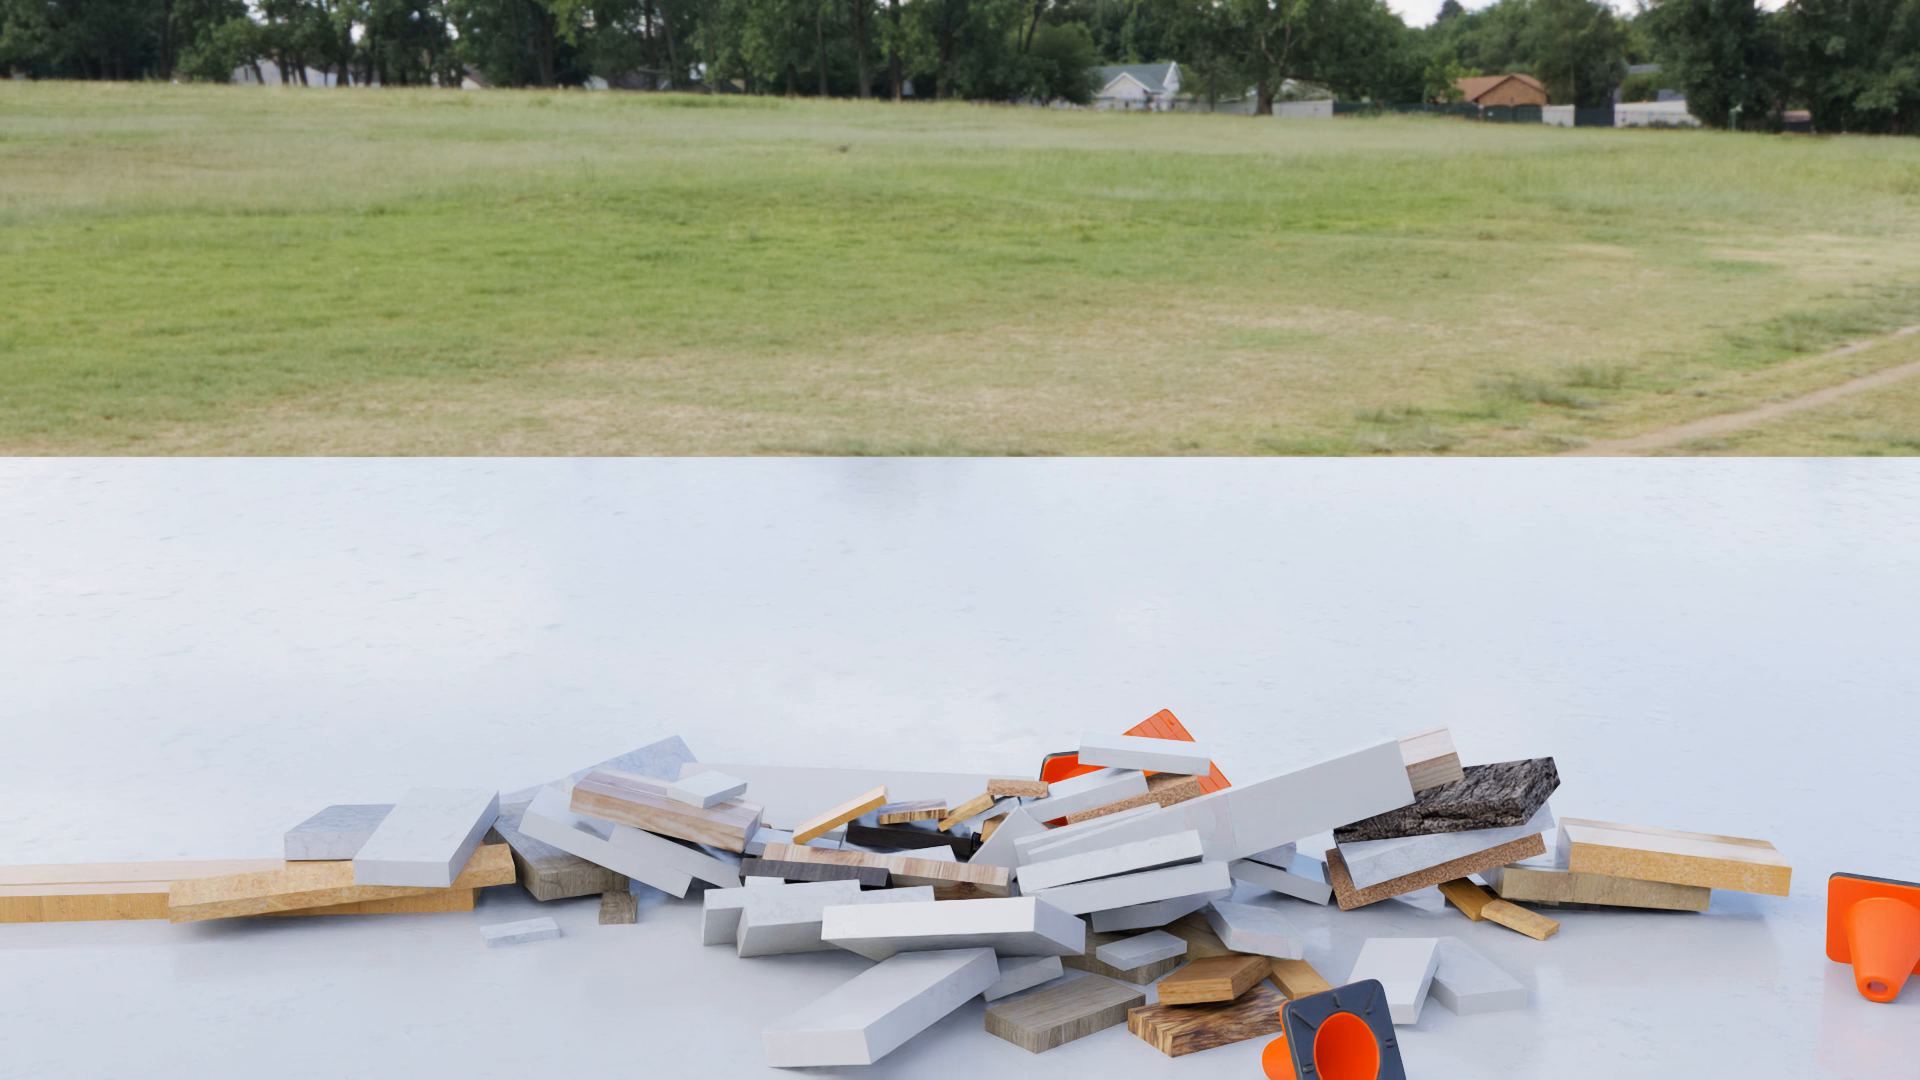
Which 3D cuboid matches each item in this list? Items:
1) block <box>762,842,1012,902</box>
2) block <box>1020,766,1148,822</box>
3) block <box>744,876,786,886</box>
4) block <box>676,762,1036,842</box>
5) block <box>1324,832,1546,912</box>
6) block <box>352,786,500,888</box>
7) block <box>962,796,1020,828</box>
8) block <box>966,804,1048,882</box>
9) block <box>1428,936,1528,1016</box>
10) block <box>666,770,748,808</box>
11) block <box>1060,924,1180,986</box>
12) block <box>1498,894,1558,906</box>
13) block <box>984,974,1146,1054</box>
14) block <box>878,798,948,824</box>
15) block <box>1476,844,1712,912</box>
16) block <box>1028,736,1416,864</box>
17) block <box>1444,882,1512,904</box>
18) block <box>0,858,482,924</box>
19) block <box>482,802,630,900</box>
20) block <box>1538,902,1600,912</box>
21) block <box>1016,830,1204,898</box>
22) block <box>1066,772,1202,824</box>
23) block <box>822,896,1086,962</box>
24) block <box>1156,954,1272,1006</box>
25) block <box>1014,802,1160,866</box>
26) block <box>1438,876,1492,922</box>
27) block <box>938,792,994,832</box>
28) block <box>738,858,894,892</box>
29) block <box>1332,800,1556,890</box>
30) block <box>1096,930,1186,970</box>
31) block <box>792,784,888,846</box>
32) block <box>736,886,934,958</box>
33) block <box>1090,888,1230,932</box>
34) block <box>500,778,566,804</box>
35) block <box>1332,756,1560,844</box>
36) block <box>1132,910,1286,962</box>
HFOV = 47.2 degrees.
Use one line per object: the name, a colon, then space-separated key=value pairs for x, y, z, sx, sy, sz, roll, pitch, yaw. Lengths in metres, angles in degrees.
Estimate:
block: x=-0.114 y=0.550 z=3.510 sx=0.392 sy=0.119 sz=0.034 roll=5 pitch=48 yaw=9
block: x=0.202 y=0.421 z=3.656 sx=0.216 sy=0.031 sz=0.108 roll=-16 pitch=8 yaw=2
block: x=-0.300 y=0.572 z=3.484 sx=0.060 sy=0.121 sz=0.017 roll=2 pitch=51 yaw=8
block: x=-0.193 y=0.483 z=3.922 sx=0.644 sy=0.049 sz=0.172 roll=2 pitch=33 yaw=6
block: x=0.782 y=0.516 z=3.639 sx=0.342 sy=0.048 sz=0.171 roll=-18 pitch=8 yaw=8
block: x=-0.880 y=0.490 z=3.647 sx=0.154 sy=0.044 sz=0.309 roll=1 pitch=15 yaw=3
block: x=0.052 y=0.447 z=3.652 sx=0.099 sy=0.014 sz=0.050 roll=-23 pitch=8 yaw=5
block: x=0.071 y=0.517 z=3.595 sx=0.072 sy=0.161 sz=0.021 roll=40 pitch=6 yaw=-6
block: x=0.739 y=0.647 z=3.276 sx=0.110 sy=0.031 sz=0.220 roll=-3 pitch=11 yaw=-15
block: x=-0.420 y=0.415 z=3.662 sx=0.071 sy=0.020 sz=0.141 roll=16 pitch=11 yaw=22
block: x=0.218 y=0.630 z=3.372 sx=0.214 sy=0.030 sz=0.107 roll=7 pitch=13 yaw=34
block: x=0.929 y=0.579 z=3.594 sx=0.094 sy=0.013 sz=0.047 roll=6 pitch=8 yaw=9
block: x=0.151 y=0.674 z=3.136 sx=0.214 sy=0.030 sz=0.107 roll=-9 pitch=14 yaw=-40
block: x=-0.079 y=0.451 z=3.659 sx=0.113 sy=0.016 sz=0.057 roll=-5 pitch=11 yaw=-4
block: x=1.038 y=0.553 z=3.629 sx=0.342 sy=0.048 sz=0.171 roll=4 pitch=7 yaw=-4
block: x=0.420 y=0.462 z=3.539 sx=0.619 sy=0.108 sz=0.031 roll=-17 pitch=6 yaw=0
block: x=0.863 y=0.585 z=3.652 sx=0.109 sy=0.015 sz=0.054 roll=3 pitch=11 yaw=17
block: x=-1.238 y=0.575 z=3.628 sx=0.878 sy=0.045 sz=0.158 roll=-1 pitch=11 yaw=-4
block: x=-0.698 y=0.522 z=3.740 sx=0.158 sy=0.045 sz=0.317 roll=-2 pitch=15 yaw=-32
block: x=0.999 y=0.594 z=3.613 sx=0.094 sy=0.013 sz=0.047 roll=1 pitch=11 yaw=7
block: x=0.234 y=0.523 z=3.447 sx=0.286 sy=0.041 sz=0.143 roll=-12 pitch=-24 yaw=-2
block: x=0.284 y=0.430 z=3.646 sx=0.223 sy=0.031 sz=0.108 roll=-17 pitch=8 yaw=1
block: x=-0.009 y=0.571 z=3.215 sx=0.344 sy=0.049 sz=0.172 roll=-7 pitch=-24 yaw=27
block: x=0.370 y=0.634 z=3.183 sx=0.108 sy=0.031 sz=0.217 roll=-9 pitch=-4 yaw=22
block: x=0.220 y=0.518 z=3.573 sx=0.243 sy=0.121 sz=0.034 roll=-14 pitch=10 yaw=-1
block: x=0.834 y=0.586 z=3.592 sx=0.054 sy=0.015 sz=0.109 roll=-4 pitch=22 yaw=-21
block: x=0.011 y=0.449 z=3.648 sx=0.099 sy=0.014 sz=0.050 roll=-28 pitch=7 yaw=6
block: x=-0.223 y=0.562 z=3.501 sx=0.239 sy=0.119 sz=0.034 roll=2 pitch=48 yaw=12
block: x=0.784 y=0.473 z=3.583 sx=0.331 sy=0.047 sz=0.166 roll=-18 pitch=8 yaw=4
block: x=0.273 y=0.617 z=3.309 sx=0.126 sy=0.018 sz=0.063 roll=-8 pitch=13 yaw=-36
block: x=-0.197 y=0.456 z=3.646 sx=0.169 sy=0.016 sz=0.057 roll=-26 pitch=11 yaw=6
block: x=-0.191 y=0.584 z=3.366 sx=0.286 sy=0.041 sz=0.143 roll=-3 pitch=-28 yaw=-14
block: x=0.318 y=0.571 z=3.466 sx=0.121 sy=0.034 sz=0.243 roll=-13 pitch=-3 yaw=31
block: x=-0.752 y=0.477 z=4.030 sx=0.309 sy=0.044 sz=0.154 roll=-13 pitch=4 yaw=-40
block: x=0.787 y=0.424 z=3.574 sx=0.331 sy=0.047 sz=0.166 roll=-13 pitch=10 yaw=38
block: x=0.384 y=0.622 z=3.411 sx=0.110 sy=0.031 sz=0.220 roll=-10 pitch=14 yaw=-42
